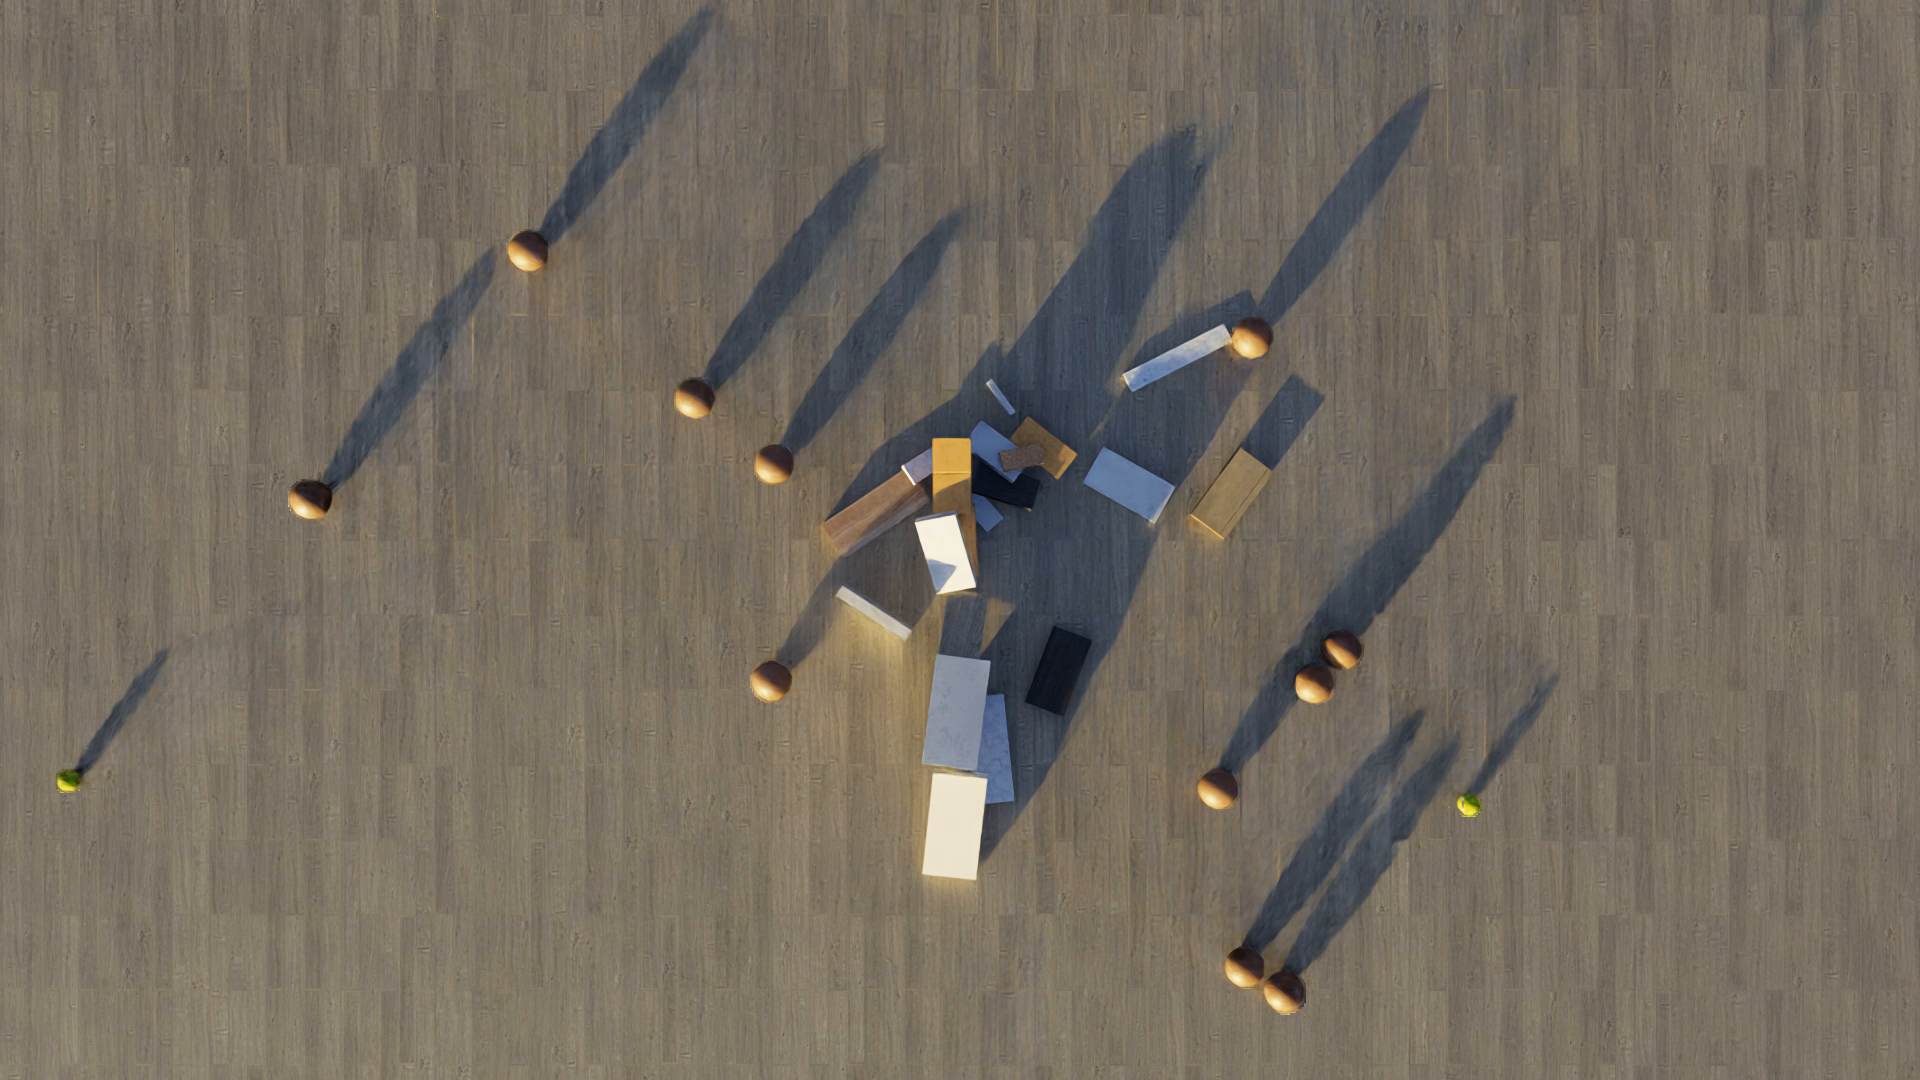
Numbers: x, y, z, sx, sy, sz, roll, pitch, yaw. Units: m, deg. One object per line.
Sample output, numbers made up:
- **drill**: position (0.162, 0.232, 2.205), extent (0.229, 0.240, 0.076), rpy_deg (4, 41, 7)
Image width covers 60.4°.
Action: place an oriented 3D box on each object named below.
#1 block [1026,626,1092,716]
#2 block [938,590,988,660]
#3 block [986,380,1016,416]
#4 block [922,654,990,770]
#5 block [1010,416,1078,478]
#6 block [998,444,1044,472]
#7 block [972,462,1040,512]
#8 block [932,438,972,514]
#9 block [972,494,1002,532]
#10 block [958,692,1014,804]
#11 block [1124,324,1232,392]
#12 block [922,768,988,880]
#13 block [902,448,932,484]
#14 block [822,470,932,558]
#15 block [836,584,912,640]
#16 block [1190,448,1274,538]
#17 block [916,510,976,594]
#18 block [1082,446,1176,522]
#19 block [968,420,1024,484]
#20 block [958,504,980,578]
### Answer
- **block**: position (0.328, 0.436, 5.481), extent (0.135, 0.038, 0.269), rpy_deg (21, 90, 0)
- **block**: position (0.009, 0.303, 5.437), extent (0.134, 0.038, 0.268), rpy_deg (8, 72, 2)
- **block**: position (0.136, -0.471, 5.466), extent (0.019, 0.068, 0.135), rpy_deg (-36, 90, 0)
- **block**: position (-0.011, 0.557, 5.340), extent (0.177, 0.050, 0.354), rpy_deg (7, 85, 2)
- **block**: position (0.275, -0.307, 5.485), extent (0.210, 0.030, 0.105), rpy_deg (38, 90, 0)
- **block**: position (0.202, -0.271, 5.442), extent (0.135, 0.019, 0.068), rpy_deg (-12, 78, -7)
- **block**: position (0.152, -0.178, 5.472), extent (0.210, 0.030, 0.105), rpy_deg (18, 76, -1)
- **block**: position (-0.025, -0.207, 5.368), extent (0.123, 0.035, 0.246), rpy_deg (0, 92, 6)
- **block**: position (0.069, -0.104, 5.490), extent (0.073, 0.021, 0.146), rpy_deg (-42, 90, 0)
- **block**: position (0.074, 0.695, 5.475), extent (0.177, 0.050, 0.354), rpy_deg (-6, 90, 0)
- **block**: position (0.725, -0.607, 5.490), extent (0.374, 0.019, 0.068), rpy_deg (-27, 90, 0)
- **block**: position (-0.017, 0.936, 5.437), extent (0.177, 0.050, 0.354), rpy_deg (6, 103, 0)
- **block**: position (-0.113, -0.252, 5.467), extent (0.146, 0.021, 0.073), rpy_deg (-34, 90, -18)
- **block**: position (-0.277, -0.090, 5.481), extent (0.347, 0.039, 0.137), rpy_deg (-34, 90, 0)
- **block**: position (-0.280, 0.238, 5.433), extent (0.269, 0.135, 0.038), rpy_deg (33, 90, 0)
- **block**: position (0.903, -0.155, 5.481), extent (0.137, 0.039, 0.274), rpy_deg (36, 90, 0)
- **block**: position (-0.045, 0.041, 5.400), extent (0.135, 0.038, 0.269), rpy_deg (-11, 115, 12)
- **block**: position (0.561, -0.184, 5.481), extent (0.275, 0.039, 0.137), rpy_deg (29, 90, 0)
- **block**: position (0.122, -0.292, 5.466), extent (0.210, 0.030, 0.105), rpy_deg (37, 77, 4)
- **block**: position (-0.006, 0.003, 5.441), extent (0.123, 0.035, 0.246), rpy_deg (-2, 107, 7)
